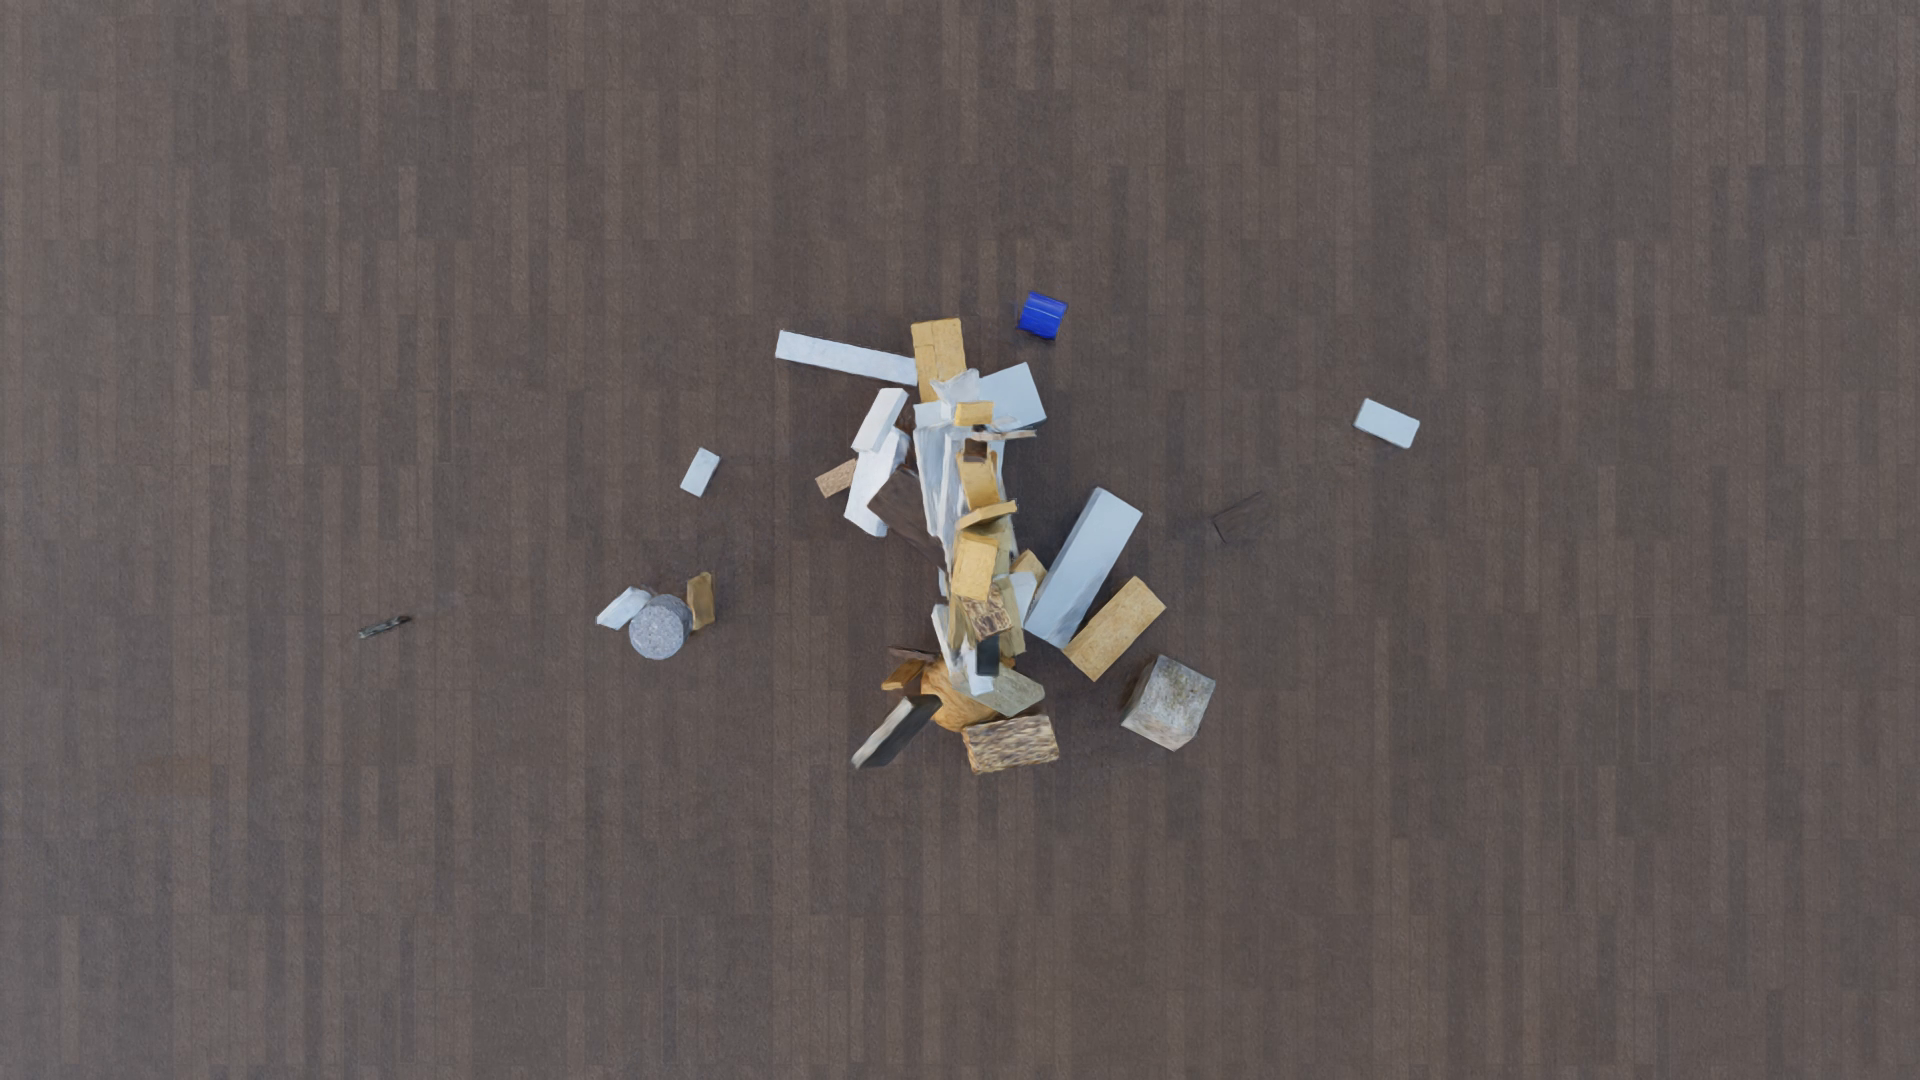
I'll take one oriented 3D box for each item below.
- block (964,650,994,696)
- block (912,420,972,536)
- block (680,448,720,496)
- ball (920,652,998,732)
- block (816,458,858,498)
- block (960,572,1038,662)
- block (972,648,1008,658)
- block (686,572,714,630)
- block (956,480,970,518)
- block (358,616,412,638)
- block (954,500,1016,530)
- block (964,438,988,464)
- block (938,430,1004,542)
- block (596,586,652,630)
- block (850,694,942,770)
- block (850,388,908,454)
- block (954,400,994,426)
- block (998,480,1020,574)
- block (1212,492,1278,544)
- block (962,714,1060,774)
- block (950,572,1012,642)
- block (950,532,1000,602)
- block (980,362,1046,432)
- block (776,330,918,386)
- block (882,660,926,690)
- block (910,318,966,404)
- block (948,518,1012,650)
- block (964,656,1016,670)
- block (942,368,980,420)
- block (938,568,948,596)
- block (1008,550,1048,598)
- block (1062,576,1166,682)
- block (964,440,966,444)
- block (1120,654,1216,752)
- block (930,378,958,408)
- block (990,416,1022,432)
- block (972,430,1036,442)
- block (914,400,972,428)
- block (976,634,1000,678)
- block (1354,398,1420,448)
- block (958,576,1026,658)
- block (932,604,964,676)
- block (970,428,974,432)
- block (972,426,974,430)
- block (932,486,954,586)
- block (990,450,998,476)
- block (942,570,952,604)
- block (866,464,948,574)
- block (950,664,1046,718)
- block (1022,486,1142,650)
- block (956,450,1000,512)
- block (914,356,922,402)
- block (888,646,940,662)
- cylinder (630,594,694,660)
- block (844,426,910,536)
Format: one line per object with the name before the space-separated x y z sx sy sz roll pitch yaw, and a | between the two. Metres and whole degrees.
block | 0.058 0.398 4.991 0.067 0.019 0.134 -15 68 11
block | -0.035 -0.191 5.012 0.167 0.047 0.335 -15 114 -14
block | -0.864 -0.225 5.489 0.074 0.021 0.149 27 90 0
ball | 0.009 0.486 5.361 0.278 0.278 0.278 0 90 0
block | -0.399 -0.206 5.489 0.149 0.021 0.074 -27 90 0
block | 0.118 0.239 5.116 0.165 0.329 0.047 -6 46 -24
block | 0.096 0.358 5.101 0.067 0.134 0.019 -29 51 11
block | -0.853 0.201 5.421 0.025 0.088 0.175 18 122 32
block | 0.045 -0.133 4.833 0.093 0.185 0.026 -15 59 -15
block | -1.892 0.286 5.427 0.148 0.074 0.021 -20 90 12
block | 0.072 -0.069 4.806 0.109 0.259 0.031 -14 86 -18
block | 0.044 -0.251 4.627 0.063 0.126 0.018 5 117 1
block | 0.032 -0.159 4.911 0.167 0.047 0.335 -5 119 -19
block | -1.107 0.225 5.430 0.175 0.088 0.025 -40 52 20
block | -0.191 0.581 5.005 0.294 0.147 0.042 -49 63 26
block | -0.239 -0.354 4.899 0.030 0.104 0.209 36 74 -37
block | 0.041 -0.357 4.641 0.128 0.018 0.064 -9 115 -42
block | 0.090 -0.011 5.388 0.176 0.050 0.351 -13 113 1
block | 0.946 -0.073 5.486 0.193 0.027 0.097 -28 90 0
block | 0.163 0.654 5.299 0.294 0.042 0.147 -6 66 -24
block | 0.063 0.180 4.894 0.109 0.031 0.219 -22 74 -8
block | 0.043 0.078 4.803 0.109 0.031 0.219 14 132 3
block | 0.155 -0.450 5.403 0.193 0.193 0.193 -20 90 0
block | -0.371 -0.603 5.488 0.480 0.025 0.088 12 90 0
block | -0.178 0.430 5.262 0.072 0.183 0.020 -9 105 27
block | -0.059 -0.546 5.285 0.157 0.044 0.313 -8 102 0
block | 0.058 0.141 5.052 0.165 0.489 0.047 -14 48 -16
block | 0.093 0.382 5.085 0.143 0.072 0.020 14 46 -31
block | 0.001 -0.433 4.874 0.030 0.209 0.104 8 111 23
block | 0.011 0.005 5.334 0.176 0.050 0.351 -5 113 -2
block | 0.244 0.130 5.428 0.097 0.027 0.194 -45 123 -10
block | 0.507 0.293 5.422 0.346 0.049 0.173 -46 134 0
block | 0.046 -0.242 4.817 0.063 0.018 0.126 -14 132 -14
block | 0.672 0.529 5.347 0.203 0.203 0.203 27 66 -1
block | -0.047 -0.416 4.669 0.018 0.128 0.064 -37 113 -4
block | 0.131 -0.338 4.785 0.064 0.128 0.018 -16 104 -8
block | 0.129 -0.299 4.723 0.063 0.270 0.018 0 96 29
block | -0.038 -0.271 5.214 0.171 0.049 0.343 -9 77 6
block | 0.083 0.346 4.982 0.067 0.019 0.134 5 65 -12
block | 1.420 -0.387 5.486 0.193 0.027 0.097 24 90 0
block | 0.100 0.258 5.053 0.165 0.329 0.047 -22 50 -8
block | 0.030 0.338 5.287 0.173 0.346 0.049 3 126 -17
block | -0.027 -0.243 5.072 0.104 0.030 0.209 -3 114 -29
block | -0.038 -0.392 5.398 0.157 0.044 0.313 -8 114 0
block | 0.036 0.018 5.074 0.167 0.047 0.448 -18 124 -12
block | 0.056 -0.184 4.814 0.093 0.185 0.026 -15 58 -14
block | 0.003 0.172 5.274 0.084 0.024 0.168 -11 93 -13
block | -0.106 -0.065 5.143 0.343 0.049 0.171 40 103 -6
block | 0.118 0.460 5.142 0.147 0.294 0.042 -33 49 25
block | 0.397 0.095 5.442 0.173 0.049 0.525 30 90 -24
block | 0.052 -0.177 4.730 0.093 0.026 0.185 -20 122 -10
block | -0.050 -0.462 5.416 0.157 0.044 0.313 -8 114 0
block | -0.141 0.352 5.097 0.143 0.072 0.020 8 94 17
cylinder | -0.952 0.277 5.262 0.173 0.173 0.173 0 100 1
block | -0.267 -0.203 5.318 0.049 0.171 0.343 -1 113 -41
